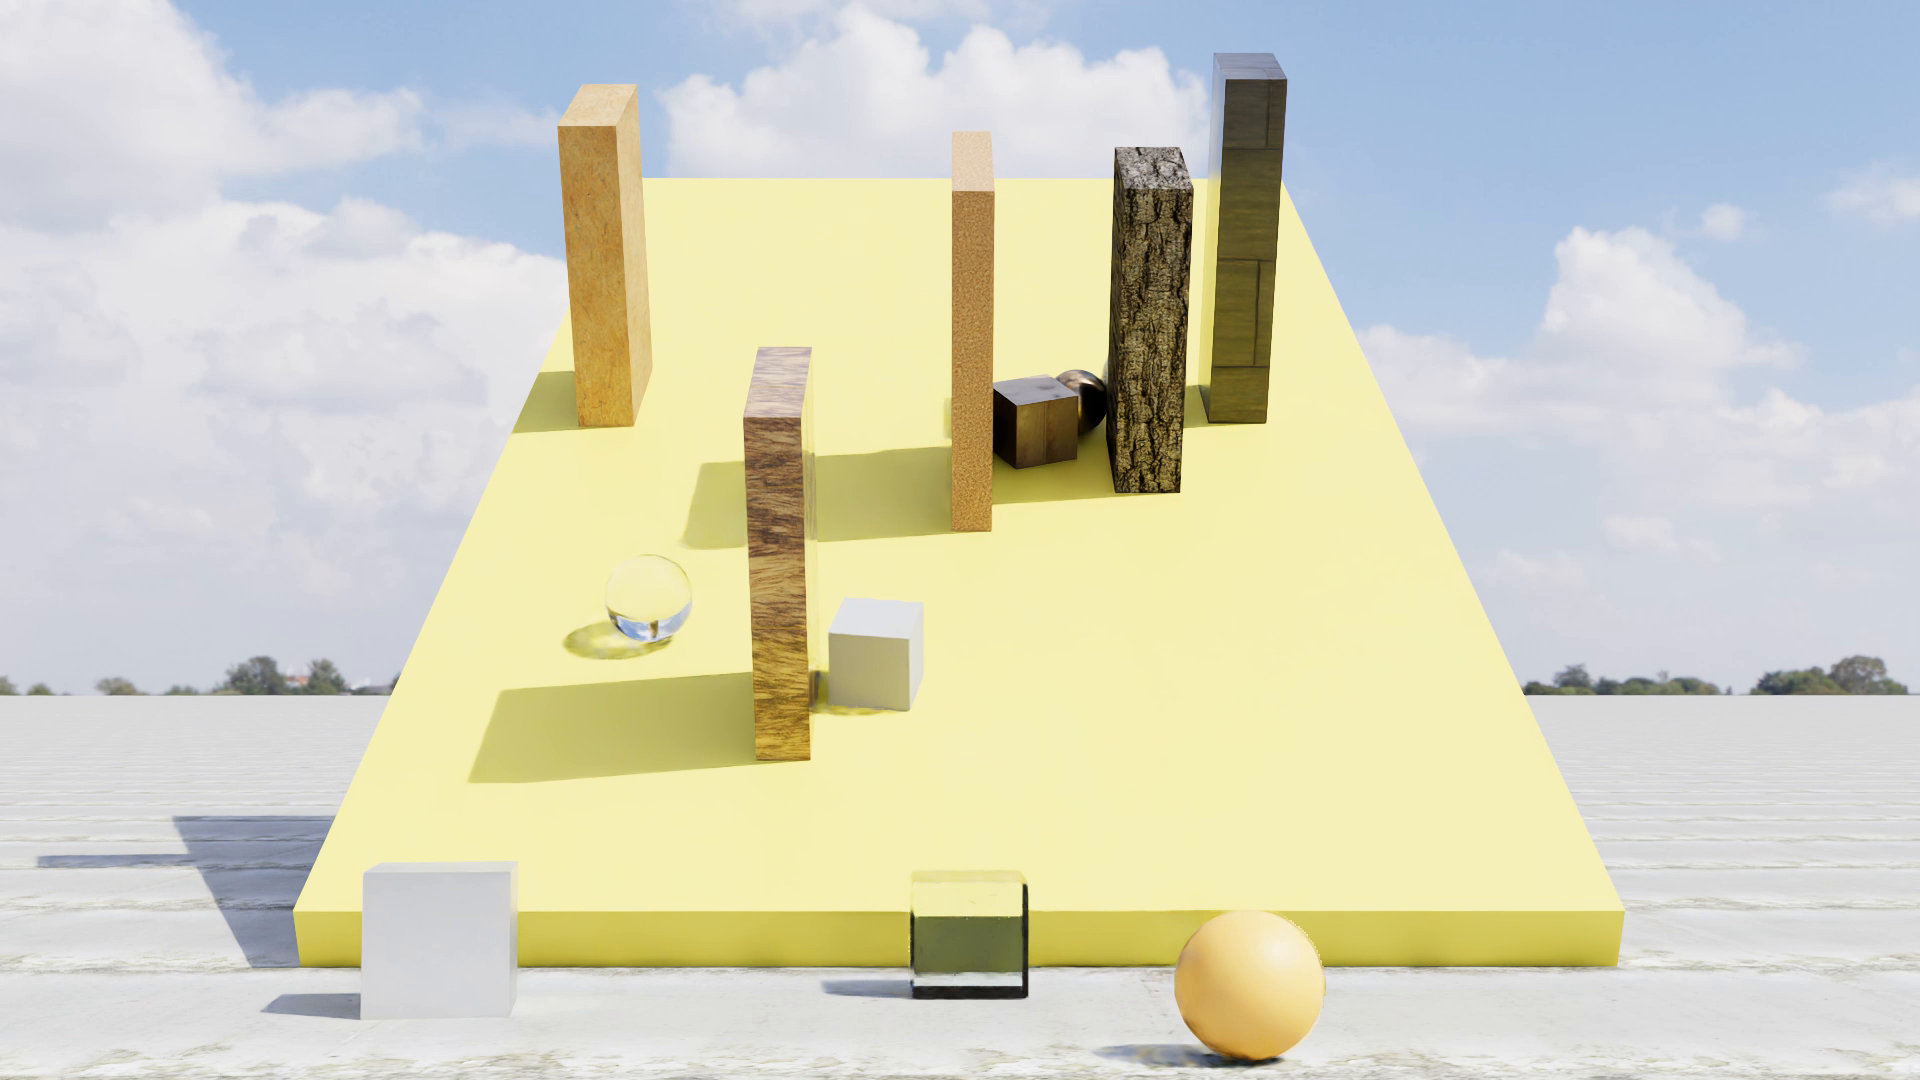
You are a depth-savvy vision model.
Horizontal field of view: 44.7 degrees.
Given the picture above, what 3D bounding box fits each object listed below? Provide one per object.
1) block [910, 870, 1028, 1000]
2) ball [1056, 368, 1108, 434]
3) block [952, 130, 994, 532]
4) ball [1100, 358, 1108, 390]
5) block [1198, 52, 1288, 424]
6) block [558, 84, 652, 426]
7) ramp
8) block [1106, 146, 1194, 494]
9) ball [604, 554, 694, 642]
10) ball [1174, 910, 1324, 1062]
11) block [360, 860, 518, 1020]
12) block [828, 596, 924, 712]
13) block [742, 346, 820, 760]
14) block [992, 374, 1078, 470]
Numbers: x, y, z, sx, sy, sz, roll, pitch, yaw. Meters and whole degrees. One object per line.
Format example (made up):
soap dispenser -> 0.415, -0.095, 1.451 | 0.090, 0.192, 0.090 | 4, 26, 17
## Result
block -> 0.011, 0.548, 3.251 | 0.156, 0.156, 0.156 | 0, -1, -3
ball -> 0.261, -0.311, 5.231 | 0.145, 0.145, 0.145 | 0, -4, 0
block -> 0.024, -0.436, 4.817 | 0.082, 0.715, 0.448 | 0, 25, 0
ball -> 0.415, -0.361, 5.282 | 0.195, 0.195, 0.195 | 0, -4, 0
block -> 0.631, -0.676, 5.256 | 0.132, 0.789, 0.251 | 0, 25, 0
block -> -0.800, -0.649, 5.307 | 0.125, 0.692, 0.375 | 0, 25, 0
ramp -> -0.009, -0.229, 5.345 | 2.000, 0.100, 4.000 | 0, 25, 0
block -> 0.397, -0.467, 4.950 | 0.139, 0.663, 0.320 | 0, 25, 0
ball -> -0.572, 0.107, 4.292 | 0.162, 0.162, 0.162 | 0, -4, 0
ball -> 0.329, 0.506, 2.658 | 0.170, 0.170, 0.170 | 0, -4, 0
block -> -0.683, 0.525, 3.082 | 0.186, 0.186, 0.186 | 0, -4, -8
block -> -0.147, 0.200, 4.112 | 0.143, 0.143, 0.143 | 4, 25, 8
block -> -0.296, 0.021, 3.932 | 0.091, 0.618, 0.325 | 0, 25, 0
block -> 0.158, -0.261, 5.116 | 0.149, 0.149, 0.149 | -11, 27, -23
